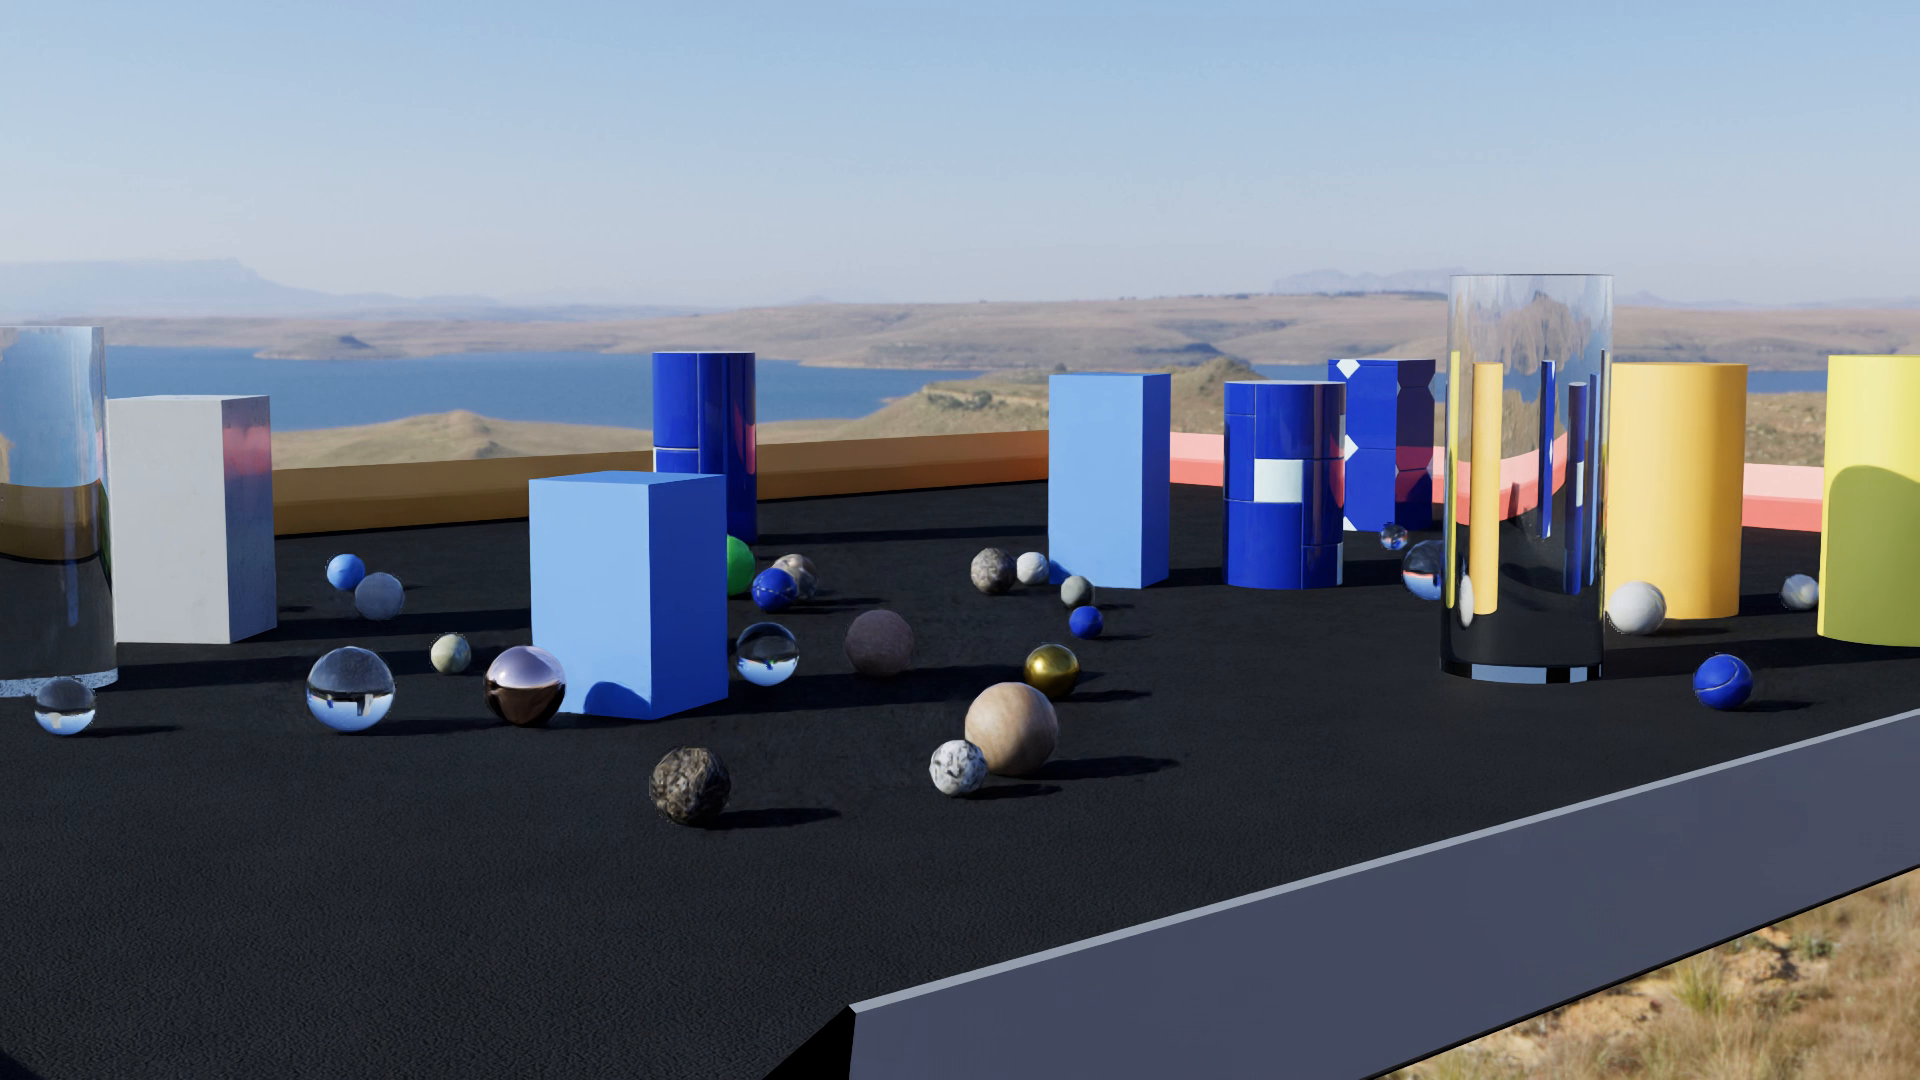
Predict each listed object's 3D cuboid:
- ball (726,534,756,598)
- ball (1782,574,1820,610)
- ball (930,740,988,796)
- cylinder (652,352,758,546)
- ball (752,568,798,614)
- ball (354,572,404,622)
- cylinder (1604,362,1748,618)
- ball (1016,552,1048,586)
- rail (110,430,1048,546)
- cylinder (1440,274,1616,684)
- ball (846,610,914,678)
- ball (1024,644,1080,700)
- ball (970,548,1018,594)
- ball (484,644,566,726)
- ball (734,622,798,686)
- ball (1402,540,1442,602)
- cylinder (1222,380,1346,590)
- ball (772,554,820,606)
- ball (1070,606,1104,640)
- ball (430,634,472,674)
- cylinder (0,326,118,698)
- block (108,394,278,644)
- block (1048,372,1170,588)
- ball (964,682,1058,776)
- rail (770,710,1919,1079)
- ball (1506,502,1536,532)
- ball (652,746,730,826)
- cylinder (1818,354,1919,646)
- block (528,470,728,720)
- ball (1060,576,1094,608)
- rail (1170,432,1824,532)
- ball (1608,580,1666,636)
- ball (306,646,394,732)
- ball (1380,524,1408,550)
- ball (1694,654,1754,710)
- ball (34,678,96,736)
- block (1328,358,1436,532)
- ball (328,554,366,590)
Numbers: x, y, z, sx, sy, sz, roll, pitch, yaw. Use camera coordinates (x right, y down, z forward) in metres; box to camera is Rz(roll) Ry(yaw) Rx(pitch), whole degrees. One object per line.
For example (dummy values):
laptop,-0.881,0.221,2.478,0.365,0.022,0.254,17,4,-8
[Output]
ball,-0.368,0.041,3.414,0.099,0.099,0.099,0,6,0
ball,1.250,0.078,3.269,0.054,0.054,0.054,0,6,0
ball,-0.001,0.209,2.020,0.053,0.053,0.053,0,6,0
cylinder,-0.488,-0.177,4.211,0.197,0.365,0.197,0,6,0
ball,-0.274,0.075,3.243,0.066,0.066,0.066,0,6,0
ball,-0.833,0.082,3.156,0.070,0.070,0.070,0,6,0
cylinder,1.058,-0.078,3.262,0.197,0.366,0.197,0,6,0
ball,0.117,0.046,3.567,0.055,0.055,0.055,0,6,0
rail,-1.128,-0.094,4.547,4.047,0.128,0.045,-5,8,-42
cylinder,0.695,-0.081,2.704,0.197,0.487,0.197,0,6,0
ball,-0.097,0.126,2.668,0.084,0.084,0.084,0,6,0
ball,0.105,0.151,2.519,0.065,0.065,0.065,0,6,0
ball,0.053,0.049,3.451,0.075,0.075,0.075,0,6,0
ball,-0.467,0.156,2.364,0.087,0.087,0.087,0,6,0
ball,-0.224,0.132,2.545,0.075,0.075,0.075,0,6,0
ball,0.726,0.047,3.371,0.095,0.095,0.095,0,6,0
cylinder,0.530,-0.094,3.601,0.197,0.328,0.197,0,6,0
ball,-0.252,0.060,3.331,0.077,0.077,0.077,0,6,0
ball,0.172,0.112,2.980,0.047,0.047,0.047,0,6,0
ball,-0.624,0.141,2.694,0.049,0.049,0.049,0,6,0
cylinder,-1.114,-0.040,2.615,0.197,0.425,0.197,0,6,0
block,-1.049,-0.032,3.015,0.158,0.326,0.158,1,6,5
block,0.247,-0.102,3.614,0.158,0.340,0.158,2,6,22
ball,0.049,0.181,2.111,0.090,0.090,0.090,0,6,0
rail,1.128,0.160,2.117,4.047,0.128,0.045,-5,8,-42
ball,1.135,-0.047,4.446,0.059,0.059,0.059,0,6,0
ball,-0.233,0.213,1.908,0.068,0.068,0.068,0,6,0
cylinder,1.282,-0.059,2.998,0.197,0.383,0.197,0,6,0
block,-0.372,0.057,2.487,0.158,0.258,0.158,3,7,26
ball,0.175,0.078,3.288,0.051,0.051,0.051,0,6,0
rail,1.470,-0.108,4.681,0.045,0.128,3.373,-5,8,-42
ball,0.930,0.093,3.018,0.077,0.077,0.077,0,6,0
ball,-0.645,0.158,2.326,0.091,0.091,0.091,0,6,0
ball,0.808,-0.005,4.090,0.049,0.049,0.049,0,6,0
ball,0.854,0.159,2.458,0.062,0.062,0.062,0,6,0
ball,-0.940,0.175,2.310,0.060,0.060,0.060,0,6,0
block,0.860,-0.196,4.496,0.158,0.345,0.158,5,8,40
ball,-0.977,0.051,3.501,0.059,0.059,0.059,0,6,0
